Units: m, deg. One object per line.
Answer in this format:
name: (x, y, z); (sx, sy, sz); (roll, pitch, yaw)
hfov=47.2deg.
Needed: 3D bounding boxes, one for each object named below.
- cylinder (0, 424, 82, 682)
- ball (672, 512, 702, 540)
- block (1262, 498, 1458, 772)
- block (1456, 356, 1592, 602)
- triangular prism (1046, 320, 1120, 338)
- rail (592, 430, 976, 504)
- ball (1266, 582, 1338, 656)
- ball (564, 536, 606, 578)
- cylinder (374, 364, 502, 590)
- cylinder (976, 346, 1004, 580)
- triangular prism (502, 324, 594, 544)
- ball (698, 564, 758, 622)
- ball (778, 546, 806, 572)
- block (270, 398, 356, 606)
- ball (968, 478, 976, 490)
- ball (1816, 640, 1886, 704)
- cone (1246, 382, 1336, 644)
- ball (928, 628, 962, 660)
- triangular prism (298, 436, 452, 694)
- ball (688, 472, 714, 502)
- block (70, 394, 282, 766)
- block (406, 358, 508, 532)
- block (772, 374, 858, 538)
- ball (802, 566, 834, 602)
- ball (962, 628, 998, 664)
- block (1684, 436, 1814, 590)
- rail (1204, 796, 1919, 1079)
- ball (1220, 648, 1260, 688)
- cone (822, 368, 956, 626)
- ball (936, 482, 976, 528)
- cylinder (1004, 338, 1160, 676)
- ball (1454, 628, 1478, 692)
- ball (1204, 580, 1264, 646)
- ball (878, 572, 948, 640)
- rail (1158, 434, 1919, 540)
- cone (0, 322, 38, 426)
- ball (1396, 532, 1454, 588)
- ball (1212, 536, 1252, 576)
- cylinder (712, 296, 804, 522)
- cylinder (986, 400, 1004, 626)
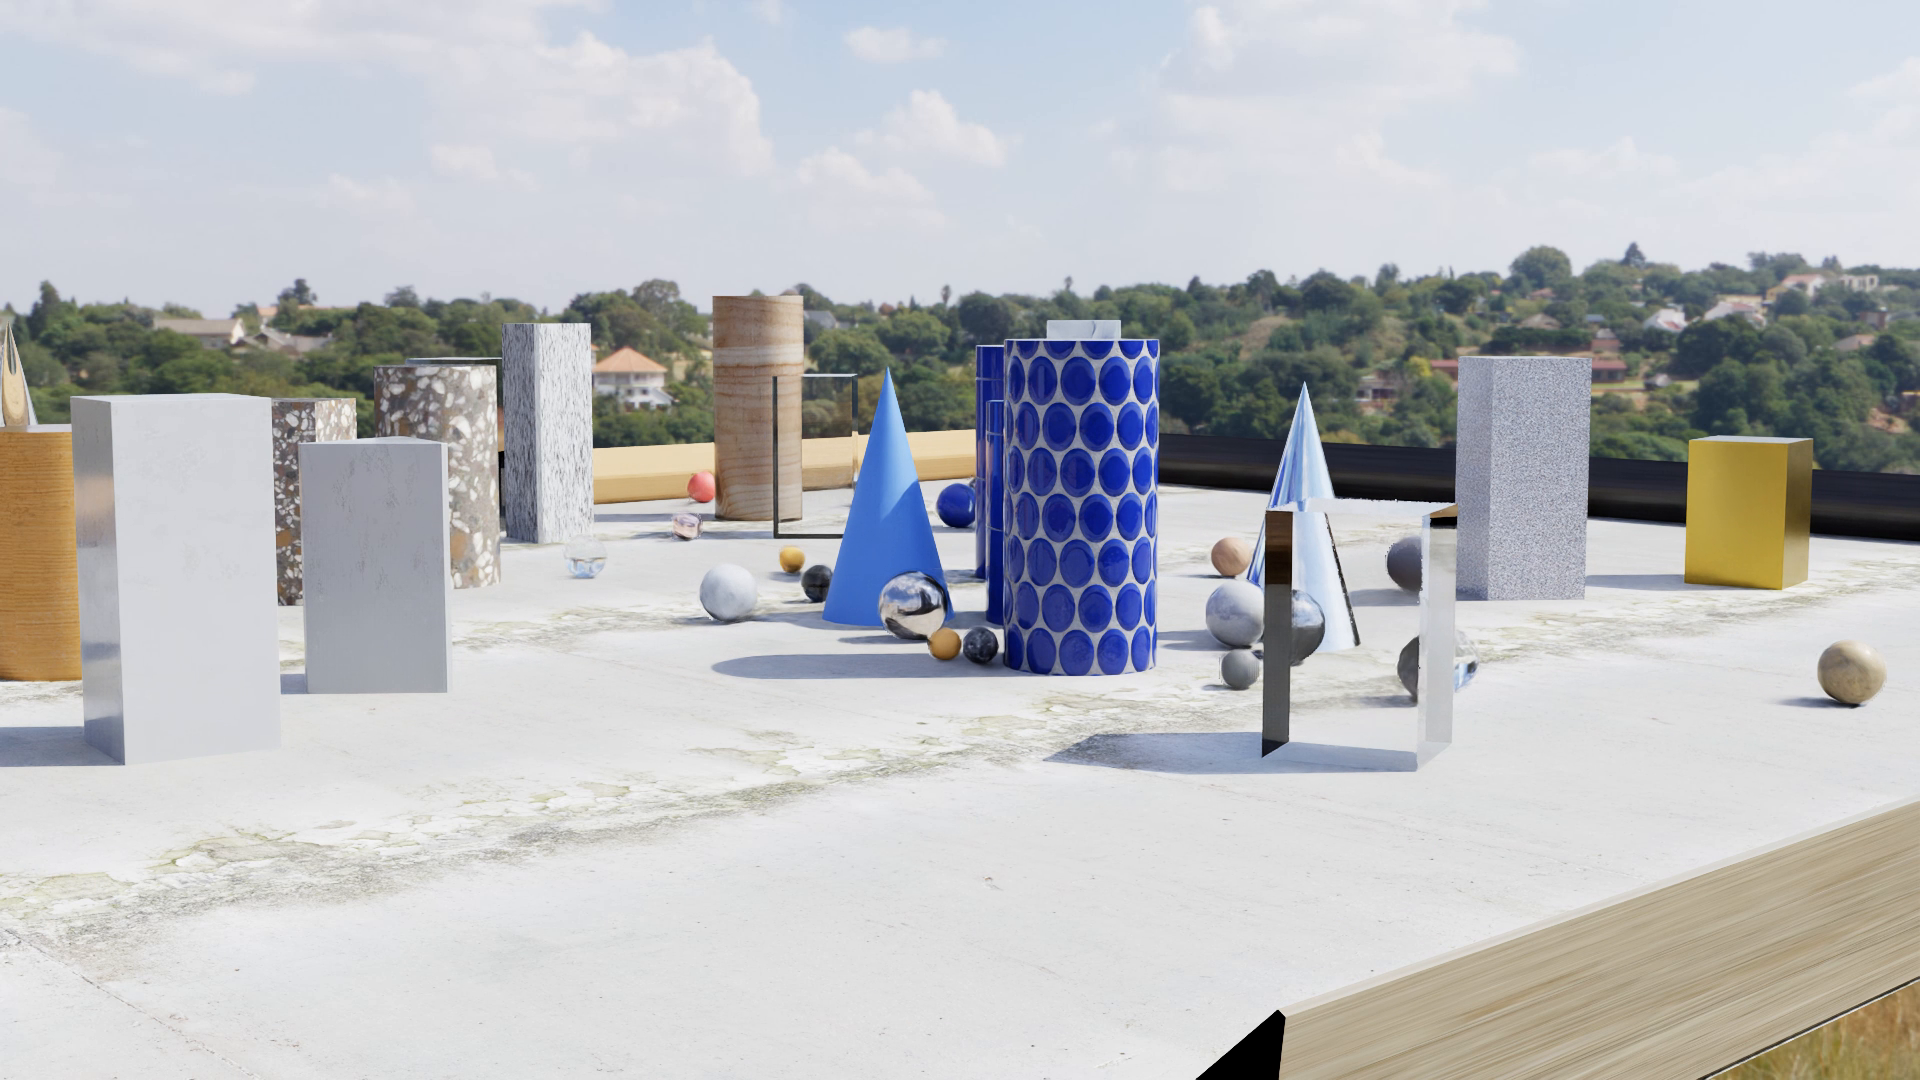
cylinder: (-1.100, 0.011, 2.717); (0.194, 0.299, 0.194); (0, 6, 0)
ball: (-0.528, -0.027, 4.250); (0.054, 0.054, 0.054); (0, 6, 0)
block: (0.403, 0.090, 2.212); (0.155, 0.248, 0.155); (3, 7, 25)
block: (0.875, -0.099, 3.432); (0.155, 0.370, 0.155); (-1, 6, -7)
triangular prism: (0.286, -0.237, 4.491); (0.168, 0.422, 0.145); (4, 7, 35)
rail: (-1.218, -0.105, 4.644); (3.936, 0.126, 0.045); (-6, 8, -42)
ball: (0.440, 0.102, 2.833); (0.094, 0.094, 0.094); (0, 6, 0)
ball: (-0.623, 0.027, 3.657); (0.071, 0.071, 0.071); (0, 6, 0)
cylinder: (-0.848, -0.106, 3.573); (0.194, 0.353, 0.194); (0, 6, 0)
cylinder: (0.122, -0.131, 3.665); (0.194, 0.384, 0.194); (0, 6, 0)
triangular prism: (-0.783, -0.211, 4.272); (0.145, 0.417, 0.168); (-4, 7, -33)
ball: (-0.330, 0.075, 3.138); (0.083, 0.083, 0.083); (0, 6, 0)
ball: (-0.285, 0.034, 3.725); (0.044, 0.044, 0.044); (0, 6, 0)
block: (-1.030, -0.062, 3.382); (0.155, 0.306, 0.155); (1, 6, 7)
ball: (0.052, -0.104, 4.880); (0.078, 0.078, 0.078); (0, 6, 0)
ball: (1.009, 0.149, 2.490); (0.073, 0.073, 0.073); (0, 6, 0)
cone: (0.467, -0.043, 2.997); (0.194, 0.348, 0.194); (0, 6, 0)
ball: (-0.019, 0.132, 2.796); (0.041, 0.041, 0.041); (0, 6, 0)
triangular prism: (-0.679, 0.026, 2.618); (0.168, 0.291, 0.145); (0, 6, -2)
ball: (-0.592, -0.121, 5.068); (0.072, 0.072, 0.072); (0, 6, 0)
block: (-0.799, 0.033, 2.240); (0.155, 0.356, 0.155); (-4, 7, -35)
block: (-0.996, -0.189, 4.400); (0.155, 0.347, 0.155); (2, 6, 18)
block: (-0.284, -0.167, 4.340); (0.155, 0.315, 0.155); (0, 6, 1)
ball: (-0.215, 0.066, 3.363); (0.055, 0.055, 0.055); (0, 6, 0)
ball: (0.026, 0.133, 2.769); (0.046, 0.046, 0.046); (0, 6, 0)
block: (1.289, -0.048, 3.592); (0.155, 0.234, 0.155); (4, 7, 35)
rail: (1.218, 0.170, 2.020); (3.936, 0.126, 0.045); (-6, 8, -42)
ball: (0.330, 0.151, 2.588); (0.047, 0.047, 0.047); (0, 6, 0)
cone: (-0.104, -0.069, 3.175); (0.194, 0.363, 0.194); (0, 6, 0)
ball: (-0.003, -0.070, 4.477); (0.093, 0.093, 0.093); (0, 6, 0)
cylinder: (0.151, -0.046, 2.751); (0.194, 0.407, 0.194); (0, 6, 0)
ball: (0.562, 0.139, 2.553); (0.078, 0.078, 0.078); (0, 6, 0)
ball: (0.367, 0.097, 2.909); (0.088, 0.088, 0.088); (0, 6, 0)
ball: (-0.063, 0.088, 2.968); (0.093, 0.093, 0.093); (0, 6, 0)
rail: (1.429, -0.105, 4.643); (0.045, 0.126, 3.638); (-6, 8, -42)
cone: (-1.430, -0.119, 3.325); (0.194, 0.431, 0.194); (0, 6, 0)
ball: (0.745, 0.031, 3.529); (0.090, 0.090, 0.090); (0, 6, 0)
ball: (0.453, 0.028, 3.670); (0.067, 0.067, 0.067); (0, 6, 0)
cylinder: (-0.430, -0.284, 4.700); (0.194, 0.472, 0.194); (0, 6, 0)
cylinder: (0.134, -0.042, 3.151); (0.194, 0.313, 0.194); (0, 6, 0)
